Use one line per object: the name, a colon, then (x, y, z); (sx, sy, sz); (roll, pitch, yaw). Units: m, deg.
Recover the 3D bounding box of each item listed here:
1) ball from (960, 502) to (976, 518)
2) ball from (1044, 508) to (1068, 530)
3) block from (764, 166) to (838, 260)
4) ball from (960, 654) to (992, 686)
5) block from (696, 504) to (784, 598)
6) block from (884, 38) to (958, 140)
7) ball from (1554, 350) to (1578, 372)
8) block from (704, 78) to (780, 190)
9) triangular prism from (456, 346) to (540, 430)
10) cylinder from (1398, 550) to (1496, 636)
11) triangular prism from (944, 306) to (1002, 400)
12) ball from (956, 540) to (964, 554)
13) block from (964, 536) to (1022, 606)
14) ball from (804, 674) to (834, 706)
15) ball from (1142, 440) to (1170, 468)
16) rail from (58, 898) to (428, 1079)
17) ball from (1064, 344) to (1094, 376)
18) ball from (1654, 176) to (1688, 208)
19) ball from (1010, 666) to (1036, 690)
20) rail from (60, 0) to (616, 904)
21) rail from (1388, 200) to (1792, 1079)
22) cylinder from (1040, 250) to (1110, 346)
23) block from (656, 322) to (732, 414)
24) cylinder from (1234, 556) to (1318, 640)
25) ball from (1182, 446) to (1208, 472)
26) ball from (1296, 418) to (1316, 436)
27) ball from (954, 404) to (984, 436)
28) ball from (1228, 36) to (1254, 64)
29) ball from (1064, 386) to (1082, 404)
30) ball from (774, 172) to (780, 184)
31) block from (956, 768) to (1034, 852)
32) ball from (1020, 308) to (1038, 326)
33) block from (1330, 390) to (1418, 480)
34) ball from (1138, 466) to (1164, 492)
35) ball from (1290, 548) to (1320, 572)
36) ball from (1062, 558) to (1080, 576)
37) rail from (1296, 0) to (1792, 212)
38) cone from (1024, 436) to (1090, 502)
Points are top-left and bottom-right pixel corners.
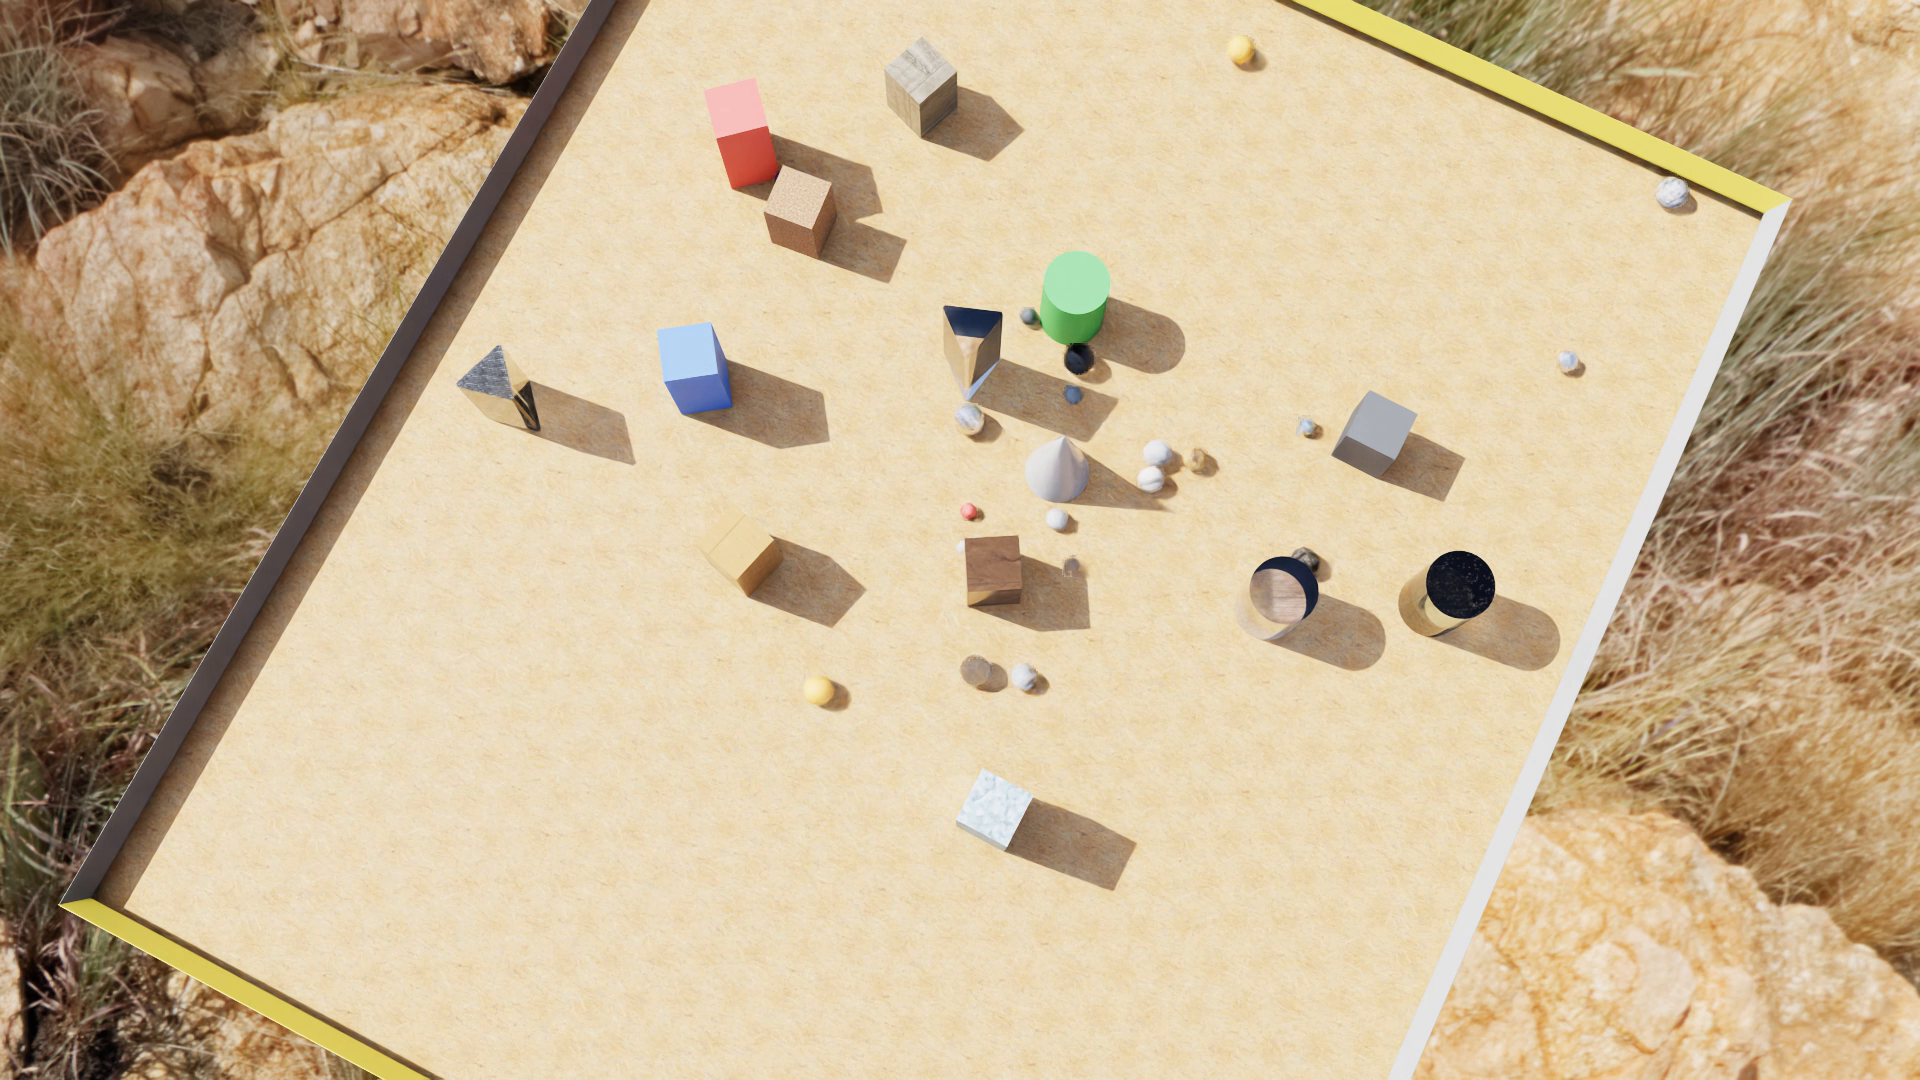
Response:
ball: (0.026, -0.089, 5.610); (0.049, 0.049, 0.049); (0, 78, 0)
ball: (0.293, -0.064, 5.595); (0.067, 0.067, 0.067); (0, 78, 0)
block: (-0.494, -1.014, 5.691); (0.160, 0.265, 0.160); (21, 79, 4)
ball: (0.047, 0.390, 5.488); (0.094, 0.094, 0.094); (0, 78, 0)
block: (-0.652, 0.036, 5.454); (0.160, 0.304, 0.160); (41, 81, 8)
block: (-0.121, -1.424, 5.780); (0.160, 0.258, 0.160); (-43, 81, -8)
ball: (1.886, -0.557, 5.697); (0.069, 0.069, 0.069); (0, 78, 0)
block: (-0.672, -1.254, 5.677); (0.160, 0.391, 0.160); (-15, 79, -3)
triangular prism: (-1.368, -0.467, 5.533); (0.173, 0.353, 0.150); (15, 79, 3)
cylinder: (1.433, 0.162, 5.410); (0.200, 0.339, 0.200); (0, 78, 0)
triangular prism: (0.012, -0.589, 5.515); (0.150, 0.438, 0.173); (36, 81, 7)
ball: (0.012, 0.021, 5.591); (0.043, 0.043, 0.043); (0, 78, 0)
block: (0.097, 0.094, 5.467); (0.160, 0.255, 0.160); (-3, 78, -1)
ball: (-0.422, 0.449, 5.477); (0.092, 0.092, 0.092); (0, 78, 0)
ball: (0.604, -0.266, 5.628); (0.085, 0.085, 0.085); (0, 78, 0)
rail: (-0.939, 1.846, 5.167); (3.672, 0.130, 0.045); (26, 80, 5)
ball: (0.369, -0.560, 5.683); (0.098, 0.098, 0.098); (0, 78, 0)
ball: (2.248, -1.099, 5.795); (0.096, 0.096, 0.096); (0, 78, 0)
ball: (0.190, 0.413, 5.493); (0.076, 0.076, 0.076); (0, 78, 0)
rail: (-1.621, -0.787, 5.712); (0.045, 0.130, 4.247); (26, 80, 5)
rail: (1.621, 0.801, 5.384); (0.045, 0.130, 4.247); (26, 80, 5)
cylinder: (0.350, -0.738, 5.614); (0.200, 0.305, 0.200); (0, 78, 0)
block: (-0.798, -0.515, 5.539); (0.160, 0.360, 0.160); (-9, 78, -2)
cylinder: (0.933, 0.175, 5.424); (0.200, 0.306, 0.200); (0, 78, 0)
ball: (0.721, -0.249, 5.630); (0.075, 0.075, 0.075); (0, 78, 0)
ball: (1.069, -0.351, 5.661); (0.056, 0.056, 0.056); (0, 78, 0)
ball: (0.028, -0.371, 5.644); (0.096, 0.096, 0.096); (0, 78, 0)
ball: (0.903, -1.577, 5.899); (0.086, 0.086, 0.086); (0, 78, 0)
ball: (0.353, -0.449, 5.681); (0.057, 0.057, 0.057); (0, 78, 0)
ball: (-0.548, -1.136, 5.810); (0.082, 0.082, 0.082); (0, 78, 0)
block: (0.096, 0.779, 5.261); (0.160, 0.380, 0.160); (27, 80, 5)
ball: (0.216, -0.699, 5.734); (0.054, 0.054, 0.054); (0, 78, 0)
block: (1.254, -0.318, 5.560); (0.160, 0.240, 0.160); (28, 80, 5)
ball: (0.586, -0.185, 5.614); (0.081, 0.081, 0.081); (0, 78, 0)
ball: (1.045, 0.067, 5.558); (0.088, 0.088, 0.088); (0, 78, 0)
ball: (0.339, 0.080, 5.573); (0.054, 0.054, 0.054); (0, 78, 0)
rail: (0.939, -1.832, 5.929); (3.672, 0.130, 0.045); (26, 80, 5)
cone: (0.300, -0.255, 5.450); (0.200, 0.430, 0.200); (0, 78, 0)
